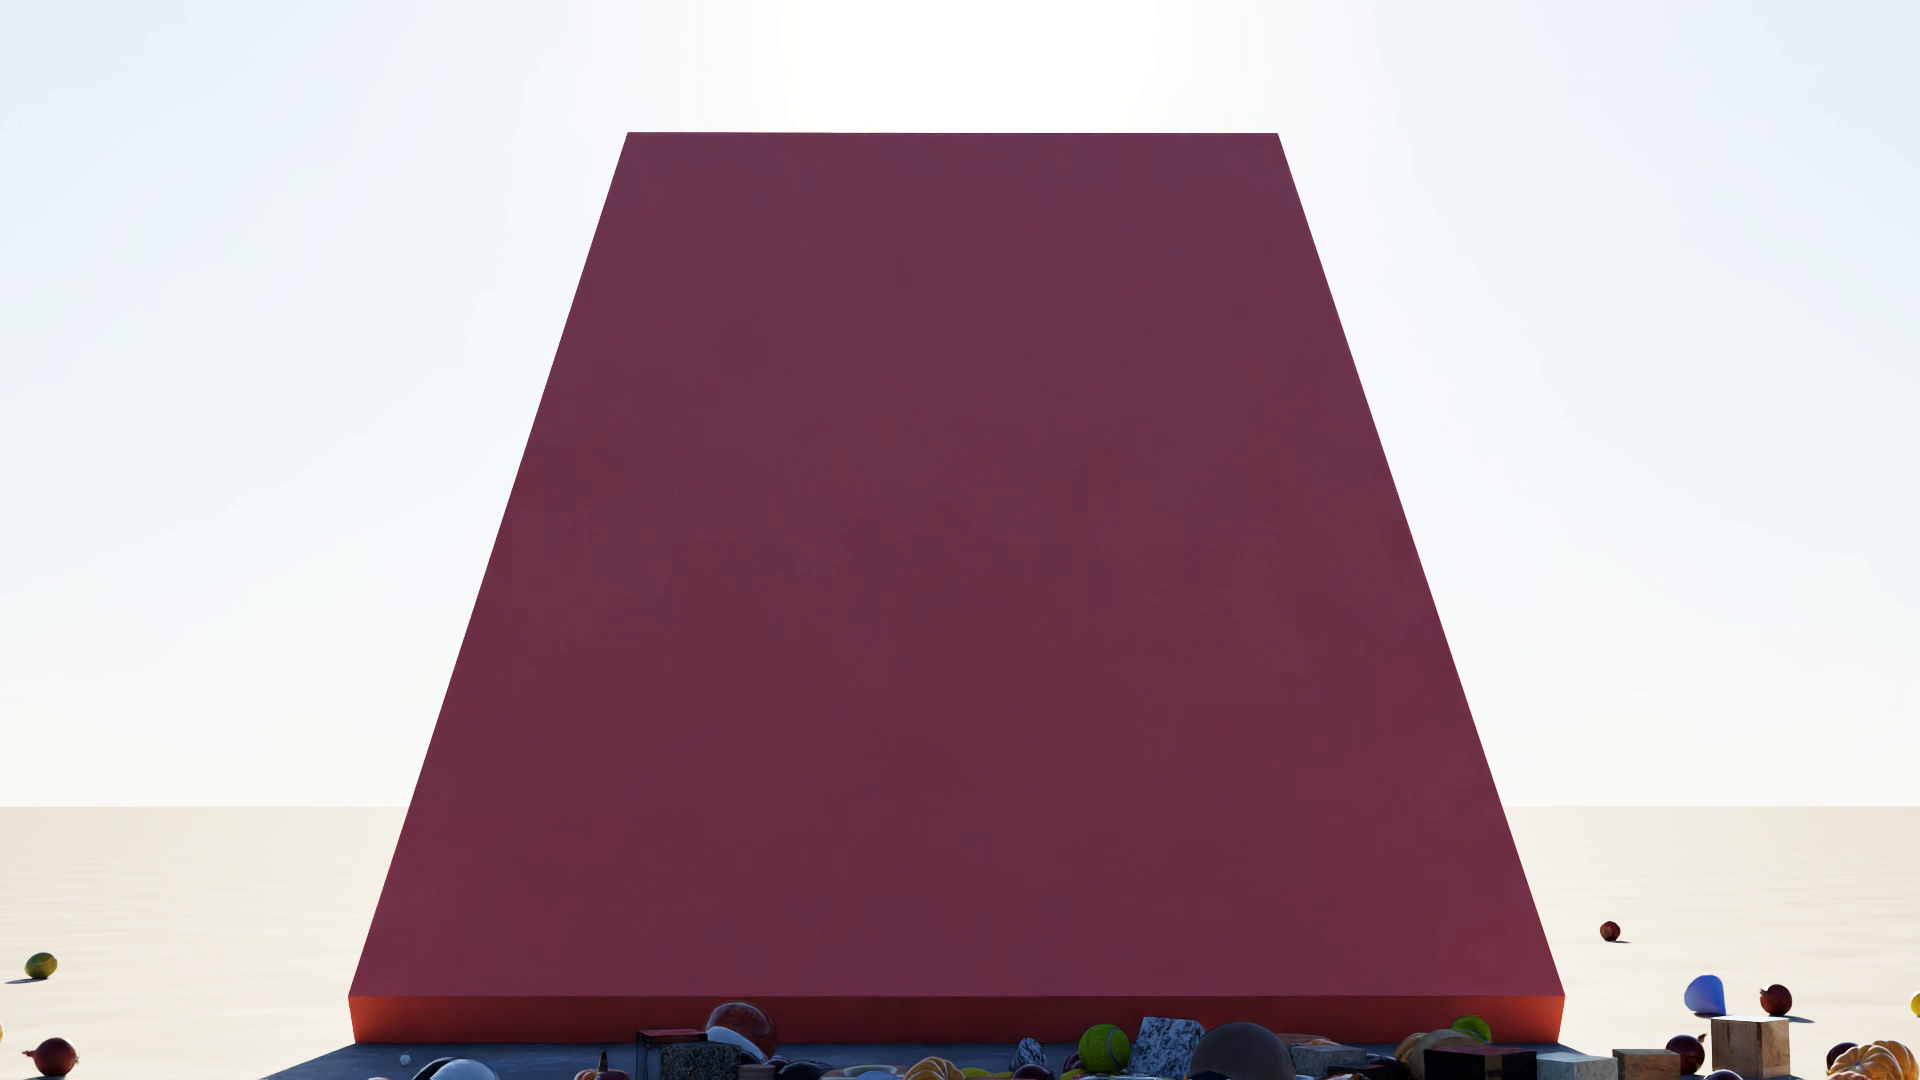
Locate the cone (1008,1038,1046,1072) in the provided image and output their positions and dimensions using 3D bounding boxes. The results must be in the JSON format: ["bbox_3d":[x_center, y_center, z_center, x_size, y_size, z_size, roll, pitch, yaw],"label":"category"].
[{"bbox_3d":[0.089,0.777,3.595,0.056,0.056,0.056,-38,-27,31],"label":"cone"}]

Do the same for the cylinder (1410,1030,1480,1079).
[{"bbox_3d":[0.645,0.694,3.163,0.098,0.098,0.098,0,-6,2],"label":"cylinder"}]

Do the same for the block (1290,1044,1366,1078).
[{"bbox_3d":[0.493,0.715,3.229,0.071,0.071,0.071,3,-7,-27],"label":"block"}]

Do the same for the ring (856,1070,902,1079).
[{"bbox_3d":[-0.096,0.703,3.057,0.084,0.028,0.084,18,21,-7],"label":"ring"}]

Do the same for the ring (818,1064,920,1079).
[{"bbox_3d":[-0.117,0.718,3.153,0.148,0.049,0.148,-2,-3,0],"label":"ring"}]

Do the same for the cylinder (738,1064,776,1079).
[{"bbox_3d":[-0.269,0.721,3.193,0.051,0.051,0.051,0,-6,0],"label":"cylinder"}]

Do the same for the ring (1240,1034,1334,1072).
[{"bbox_3d":[0.493,0.769,3.621,0.148,0.049,0.148,1,-7,0],"label":"ring"}]

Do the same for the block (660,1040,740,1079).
[{"bbox_3d":[-0.345,0.710,3.214,0.077,0.077,0.077,5,-8,-38],"label":"block"}]

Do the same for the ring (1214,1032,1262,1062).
[{"bbox_3d":[0.444,0.788,3.754,0.114,0.038,0.114,0,-5,0],"label":"ring"}]

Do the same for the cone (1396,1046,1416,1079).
[{"bbox_3d":[0.636,0.743,3.313,0.073,0.073,0.073,-1,20,8],"label":"cone"}]

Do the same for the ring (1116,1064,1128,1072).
[{"bbox_3d":[0.265,0.741,3.317,0.115,0.038,0.115,-1,-5,0],"label":"ring"}]

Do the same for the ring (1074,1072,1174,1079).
[{"bbox_3d":[0.213,0.713,3.110,0.150,0.050,0.150,1,-9,0],"label":"ring"}]

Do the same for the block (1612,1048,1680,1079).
[{"bbox_3d":[0.903,0.709,3.179,0.072,0.072,0.072,0,-6,2],"label":"block"}]

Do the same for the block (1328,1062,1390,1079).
[{"bbox_3d":[0.518,0.712,3.139,0.057,0.057,0.057,-6,-8,42],"label":"block"}]

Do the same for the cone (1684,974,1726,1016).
[{"bbox_3d":[1.419,0.873,4.542,0.083,0.083,0.083,2,20,-15],"label":"cone"}]

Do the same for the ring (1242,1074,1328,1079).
[{"bbox_3d":[0.421,0.713,3.093,0.144,0.048,0.144,1,-6,0],"label":"ring"}]

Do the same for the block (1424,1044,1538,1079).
[{"bbox_3d":[0.639,0.674,2.963,0.096,0.096,0.096,5,-8,-37],"label":"block"}]

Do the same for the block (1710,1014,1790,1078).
[{"bbox_3d":[1.163,0.745,3.556,0.081,0.081,0.081,6,-8,-43],"label":"block"}]

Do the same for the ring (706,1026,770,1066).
[{"bbox_3d":[-0.322,0.739,3.482,0.110,0.037,0.110,28,-24,14],"label":"ring"}]

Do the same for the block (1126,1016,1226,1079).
[{"bbox_3d":[0.287,0.691,3.204,0.083,0.083,0.083,-5,-39,40],"label":"block"}]

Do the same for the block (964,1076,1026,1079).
[{"bbox_3d":[0.037,0.672,2.835,0.073,0.073,0.073,-4,-7,31],"label":"block"}]

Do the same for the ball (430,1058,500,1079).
[{"bbox_3d":[-0.589,0.664,2.871,0.095,0.095,0.095,0,-6,0],"label":"ball"}]

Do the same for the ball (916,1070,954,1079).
[{"bbox_3d":[-0.031,0.699,3.043,0.063,0.063,0.063,0,-6,0],"label":"ball"}]

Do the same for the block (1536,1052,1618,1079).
[{"bbox_3d":[0.747,0.680,2.971,0.086,0.086,0.086,5,-8,-38],"label":"block"}]

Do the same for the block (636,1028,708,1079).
[{"bbox_3d":[-0.399,0.722,3.340,0.082,0.082,0.082,2,-7,-20],"label":"block"}]

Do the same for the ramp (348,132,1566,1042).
[{"bbox_3d":[-0.013,-0.209,5.723,2.000,0.100,4.000,0,30,0],"label":"ramp"}]
